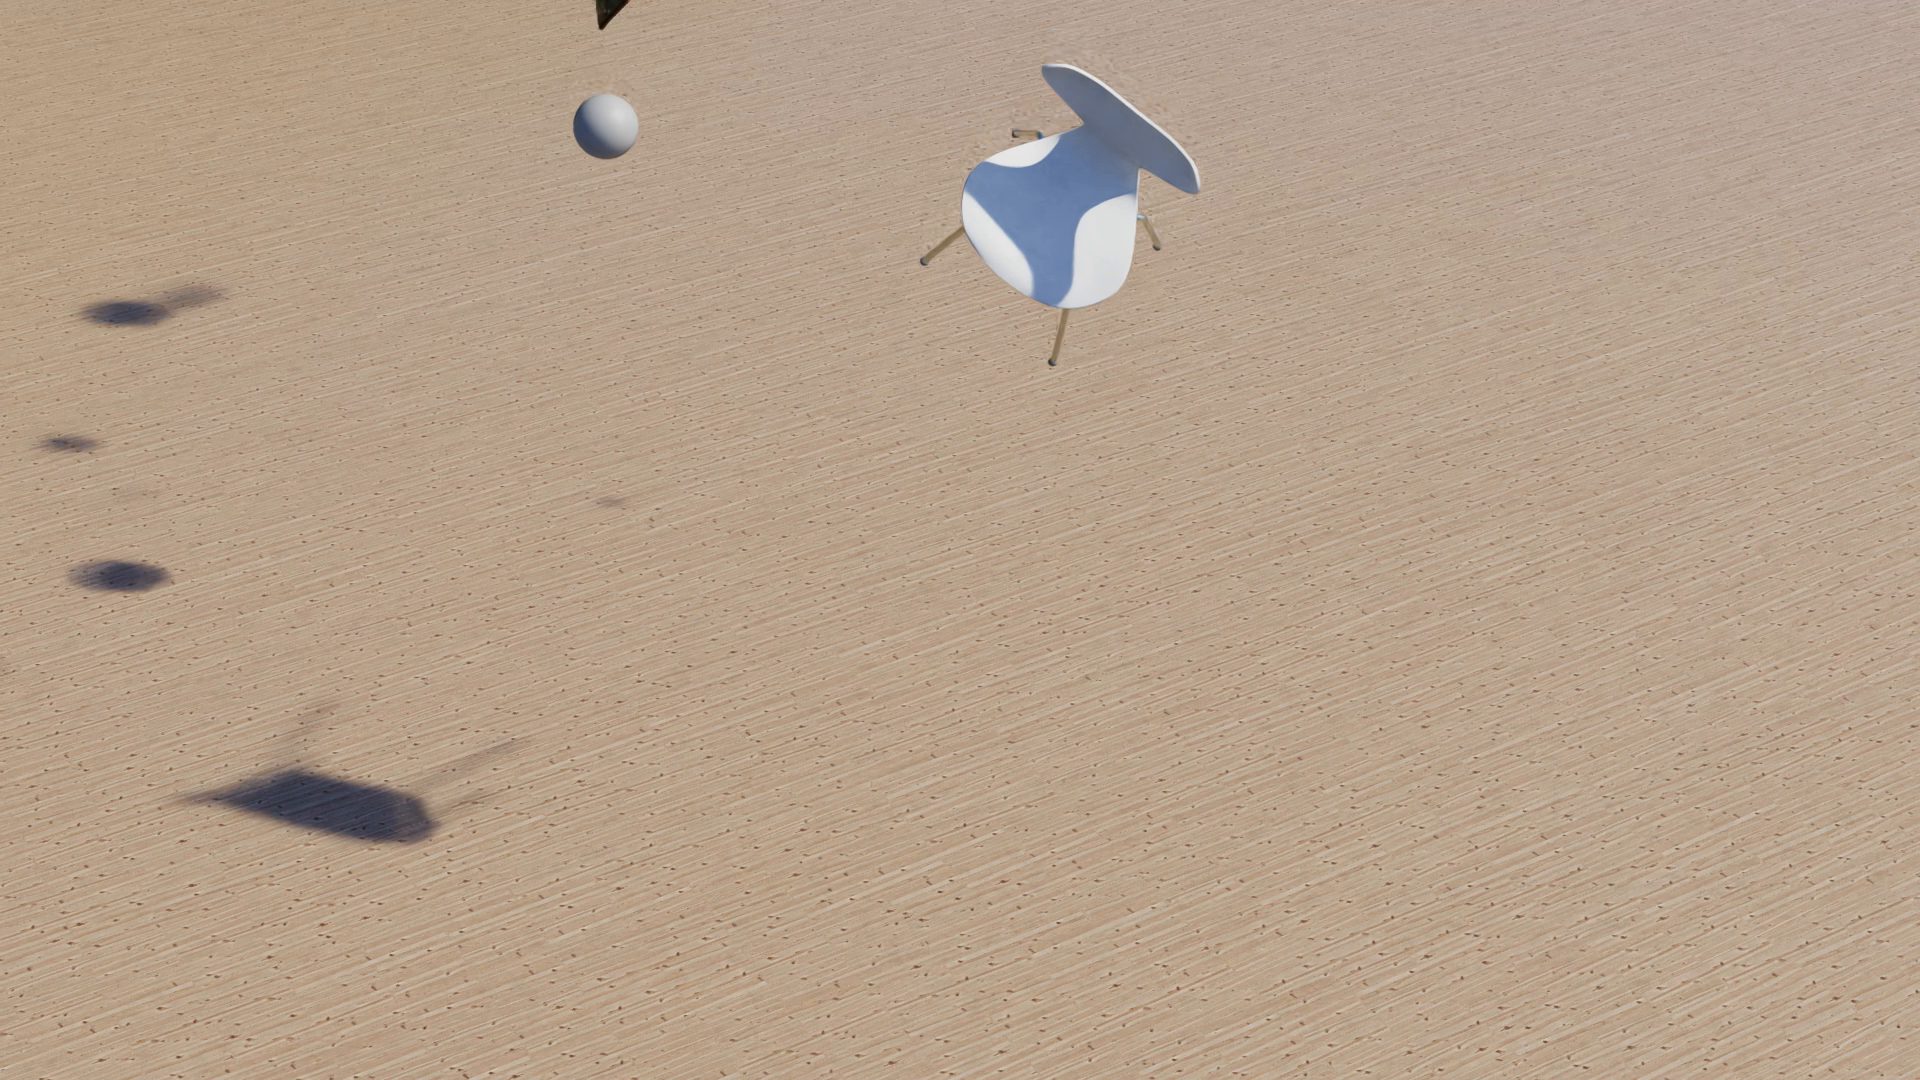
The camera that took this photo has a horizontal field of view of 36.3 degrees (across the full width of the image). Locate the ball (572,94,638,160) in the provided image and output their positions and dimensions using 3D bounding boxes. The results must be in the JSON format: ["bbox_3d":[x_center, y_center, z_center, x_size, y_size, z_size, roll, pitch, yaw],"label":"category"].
[{"bbox_3d":[-1.137,-1.327,9.410,0.210,0.210,0.210,0,33,0],"label":"ball"}]
